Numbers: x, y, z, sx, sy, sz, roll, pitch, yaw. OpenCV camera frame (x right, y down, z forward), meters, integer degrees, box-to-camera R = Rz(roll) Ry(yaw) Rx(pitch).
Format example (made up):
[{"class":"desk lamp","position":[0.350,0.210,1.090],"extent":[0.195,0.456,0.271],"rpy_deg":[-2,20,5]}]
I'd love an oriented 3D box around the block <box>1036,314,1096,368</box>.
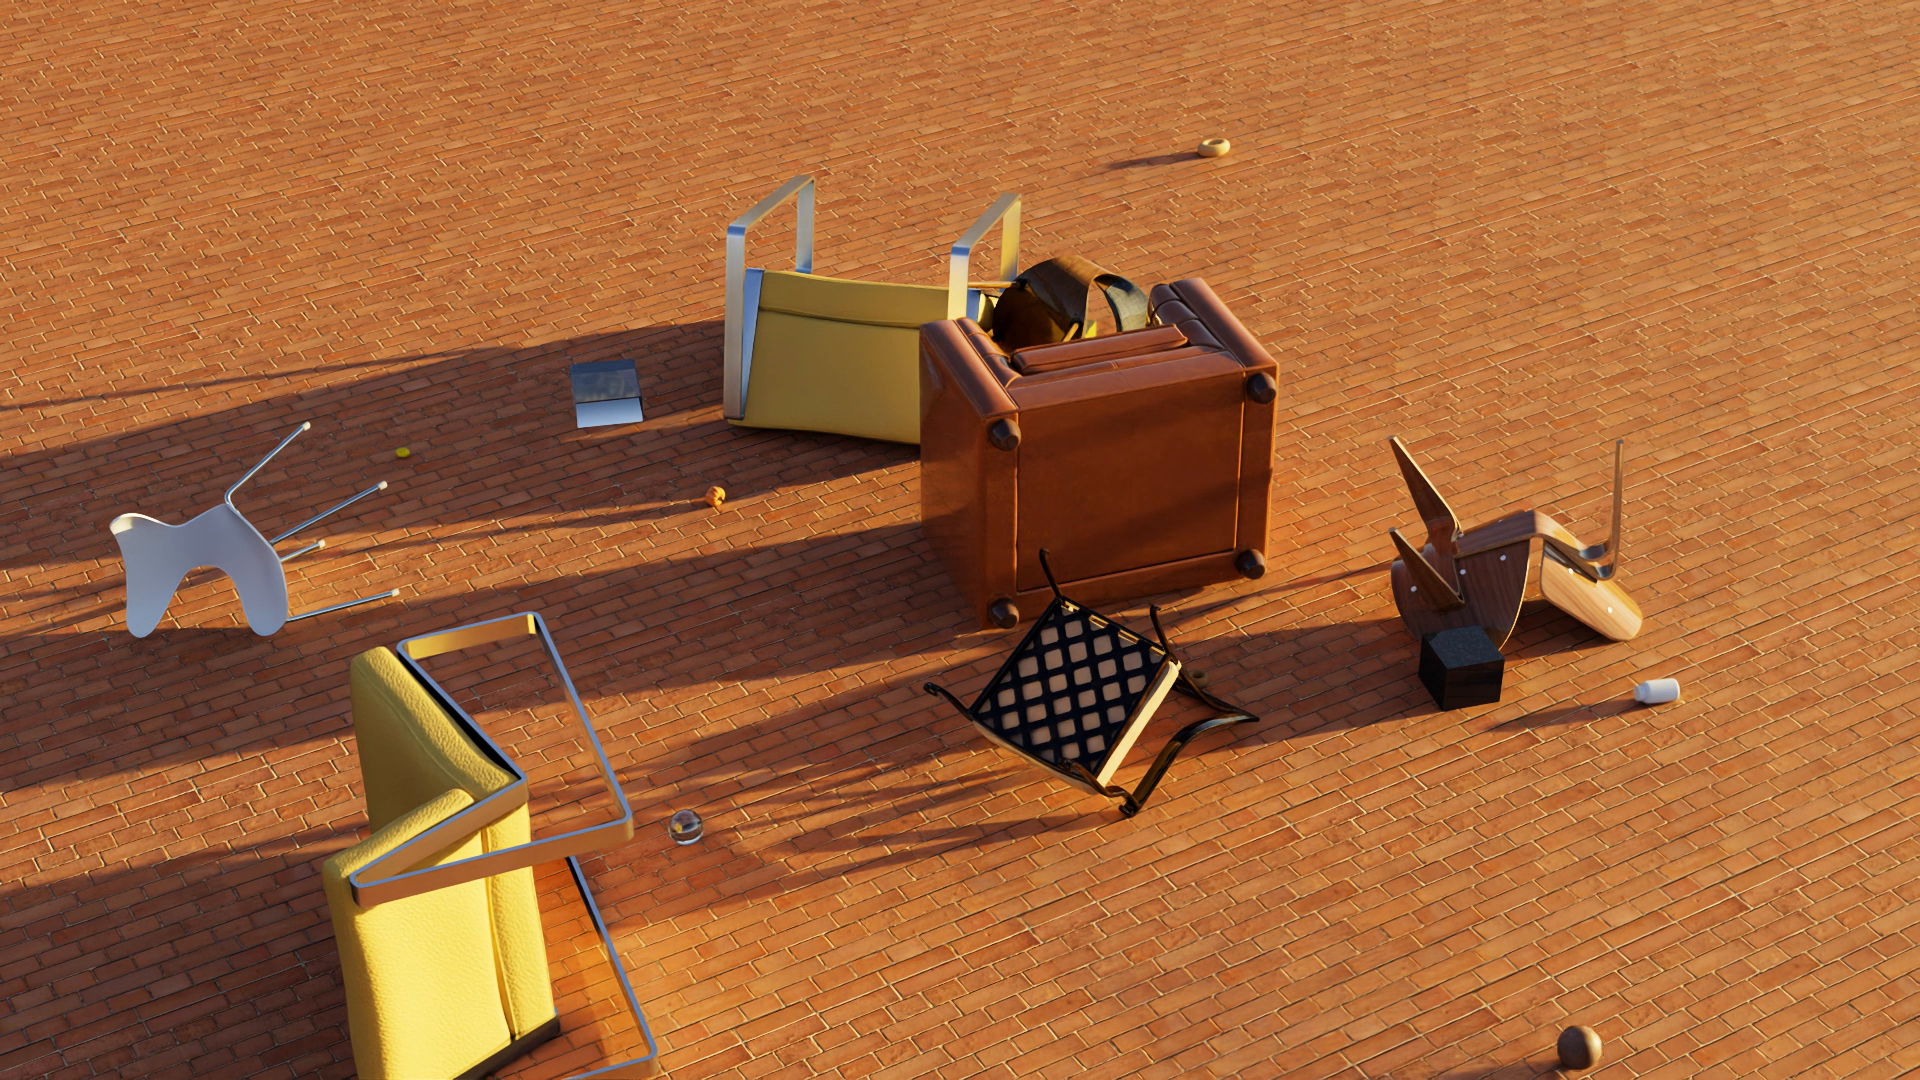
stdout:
[{"class":"block","position":[0.439,-0.822,12.091],"extent":[0.181,0.112,0.212],"rpy_deg":[13,35,18]}]

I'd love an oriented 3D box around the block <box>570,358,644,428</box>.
[{"class":"block","position":[-1.416,-0.589,11.733],"extent":[0.260,0.116,0.303],"rpy_deg":[-6,34,-9]}]

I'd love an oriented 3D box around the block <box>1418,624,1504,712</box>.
[{"class":"block","position":[1.728,0.441,10.111],"extent":[0.212,0.181,0.213],"rpy_deg":[-9,34,-13]}]

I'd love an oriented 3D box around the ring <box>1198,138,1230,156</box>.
[{"class":"ring","position":[1.181,-1.828,13.666],"extent":[0.161,0.060,0.091],"rpy_deg":[-11,37,-15]}]

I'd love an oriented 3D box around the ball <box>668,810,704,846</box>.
[{"class":"ball","position":[-0.882,0.924,9.436],"extent":[0.116,0.116,0.116],"rpy_deg":[0,33,0]}]

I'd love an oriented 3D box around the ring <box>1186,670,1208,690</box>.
[{"class":"ring","position":[0.822,0.483,10.173],"extent":[0.080,0.042,0.087],"rpy_deg":[-13,34,-17]}]
